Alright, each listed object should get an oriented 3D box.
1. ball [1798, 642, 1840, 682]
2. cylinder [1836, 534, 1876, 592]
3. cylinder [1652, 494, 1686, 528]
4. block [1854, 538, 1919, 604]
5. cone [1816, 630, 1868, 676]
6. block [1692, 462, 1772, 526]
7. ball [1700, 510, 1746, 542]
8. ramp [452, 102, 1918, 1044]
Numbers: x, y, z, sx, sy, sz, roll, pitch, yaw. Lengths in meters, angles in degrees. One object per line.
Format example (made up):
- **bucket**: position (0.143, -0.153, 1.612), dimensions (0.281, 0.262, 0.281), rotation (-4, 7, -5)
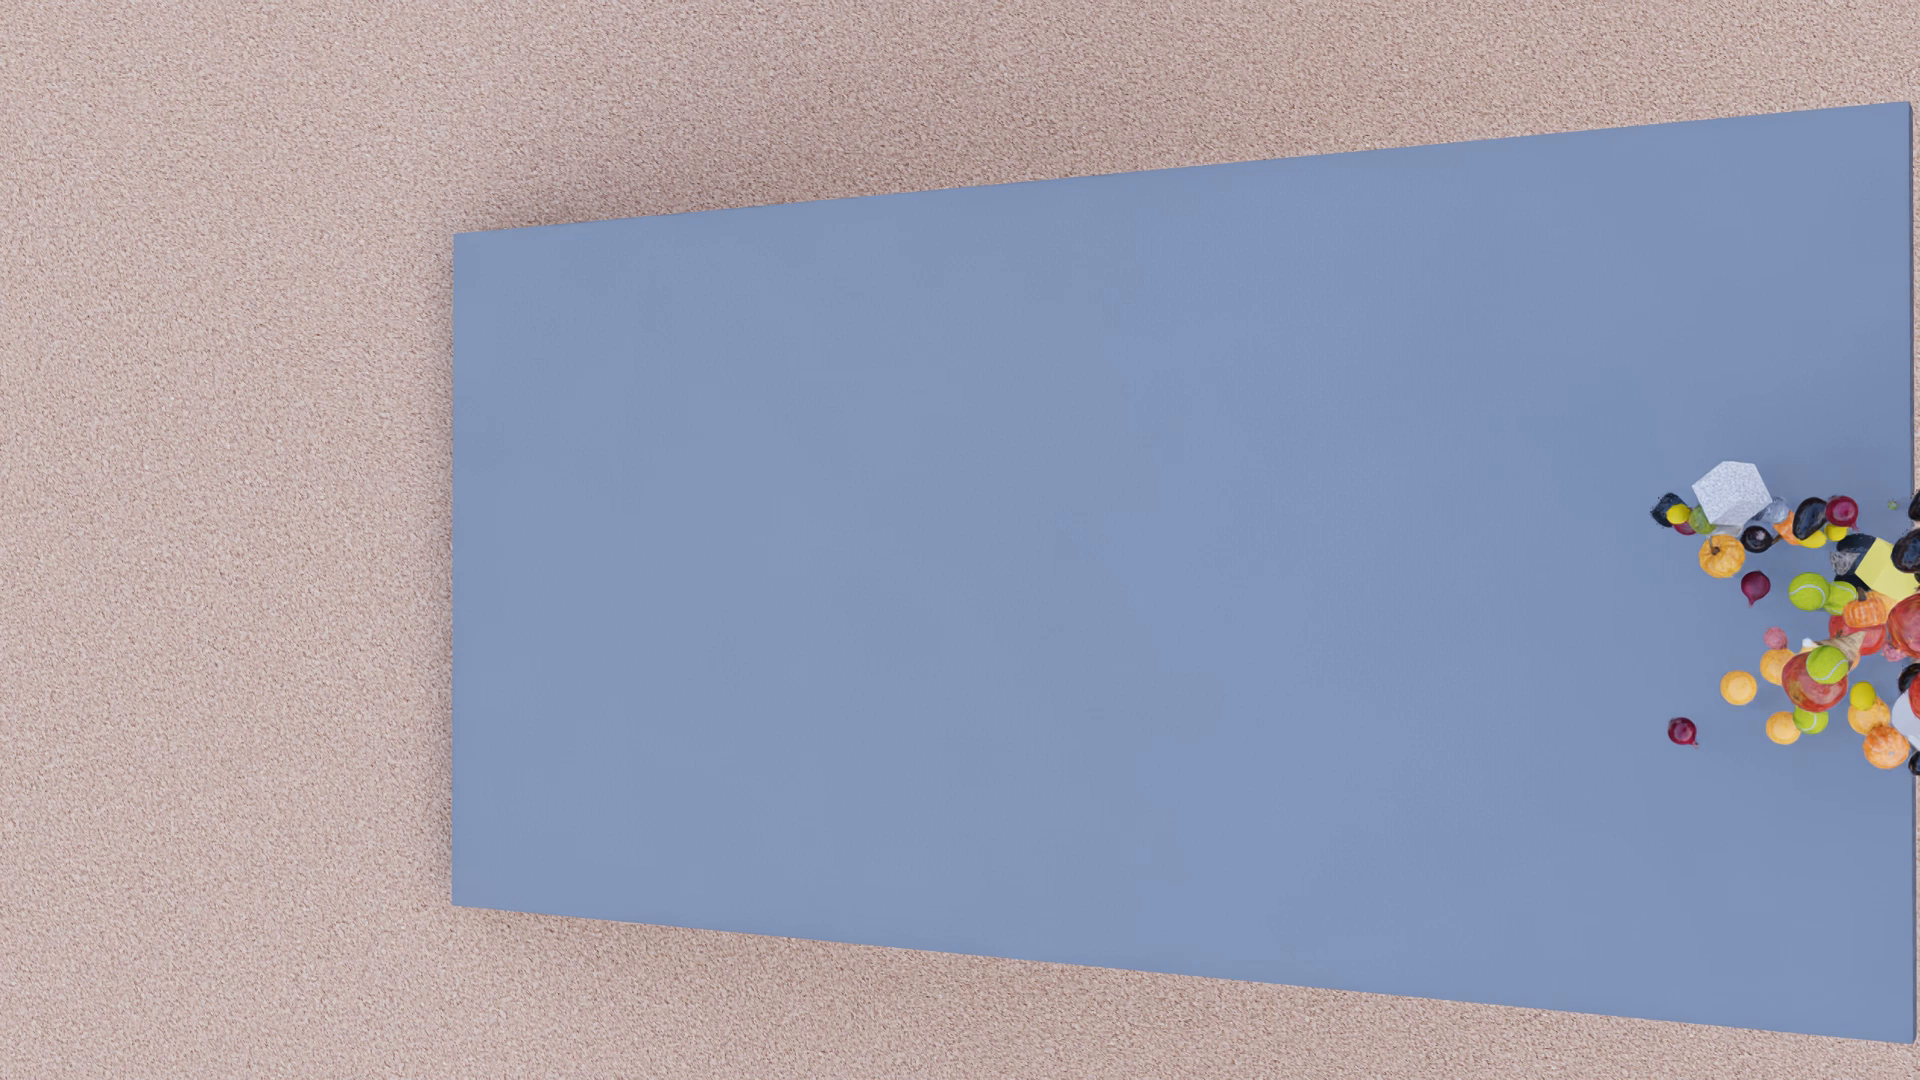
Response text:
- **ball**: position (1.782, 0.252, 4.558), dimensions (0.086, 0.086, 0.086), rotation (0, 89, 0)
- **cylinder**: position (1.872, 0.047, 4.583), dimensions (0.087, 0.087, 0.087), rotation (16, 60, 0)
- **cylinder**: position (1.530, -0.064, 4.746), dimensions (0.053, 0.053, 0.053), rotation (43, 78, 0)
- **block**: position (1.656, 0.055, 3.908), dimensions (0.075, 0.075, 0.075), rotation (24, 108, -8)
- **cone**: position (1.652, 0.194, 4.084), dimensions (0.085, 0.085, 0.085), rotation (-44, 90, 16)
- **block**: position (1.581, -0.095, 4.504), dimensions (0.093, 0.093, 0.093), rotation (2, 57, -31)
- **ball**: position (1.596, -0.041, 4.603), dimensions (0.092, 0.092, 0.092), rotation (0, 89, 0)
- **ramp**: position (0.276, 0.077, 5.649), dimensions (4.000, 0.100, 2.000), rotation (0, 89, 28)
